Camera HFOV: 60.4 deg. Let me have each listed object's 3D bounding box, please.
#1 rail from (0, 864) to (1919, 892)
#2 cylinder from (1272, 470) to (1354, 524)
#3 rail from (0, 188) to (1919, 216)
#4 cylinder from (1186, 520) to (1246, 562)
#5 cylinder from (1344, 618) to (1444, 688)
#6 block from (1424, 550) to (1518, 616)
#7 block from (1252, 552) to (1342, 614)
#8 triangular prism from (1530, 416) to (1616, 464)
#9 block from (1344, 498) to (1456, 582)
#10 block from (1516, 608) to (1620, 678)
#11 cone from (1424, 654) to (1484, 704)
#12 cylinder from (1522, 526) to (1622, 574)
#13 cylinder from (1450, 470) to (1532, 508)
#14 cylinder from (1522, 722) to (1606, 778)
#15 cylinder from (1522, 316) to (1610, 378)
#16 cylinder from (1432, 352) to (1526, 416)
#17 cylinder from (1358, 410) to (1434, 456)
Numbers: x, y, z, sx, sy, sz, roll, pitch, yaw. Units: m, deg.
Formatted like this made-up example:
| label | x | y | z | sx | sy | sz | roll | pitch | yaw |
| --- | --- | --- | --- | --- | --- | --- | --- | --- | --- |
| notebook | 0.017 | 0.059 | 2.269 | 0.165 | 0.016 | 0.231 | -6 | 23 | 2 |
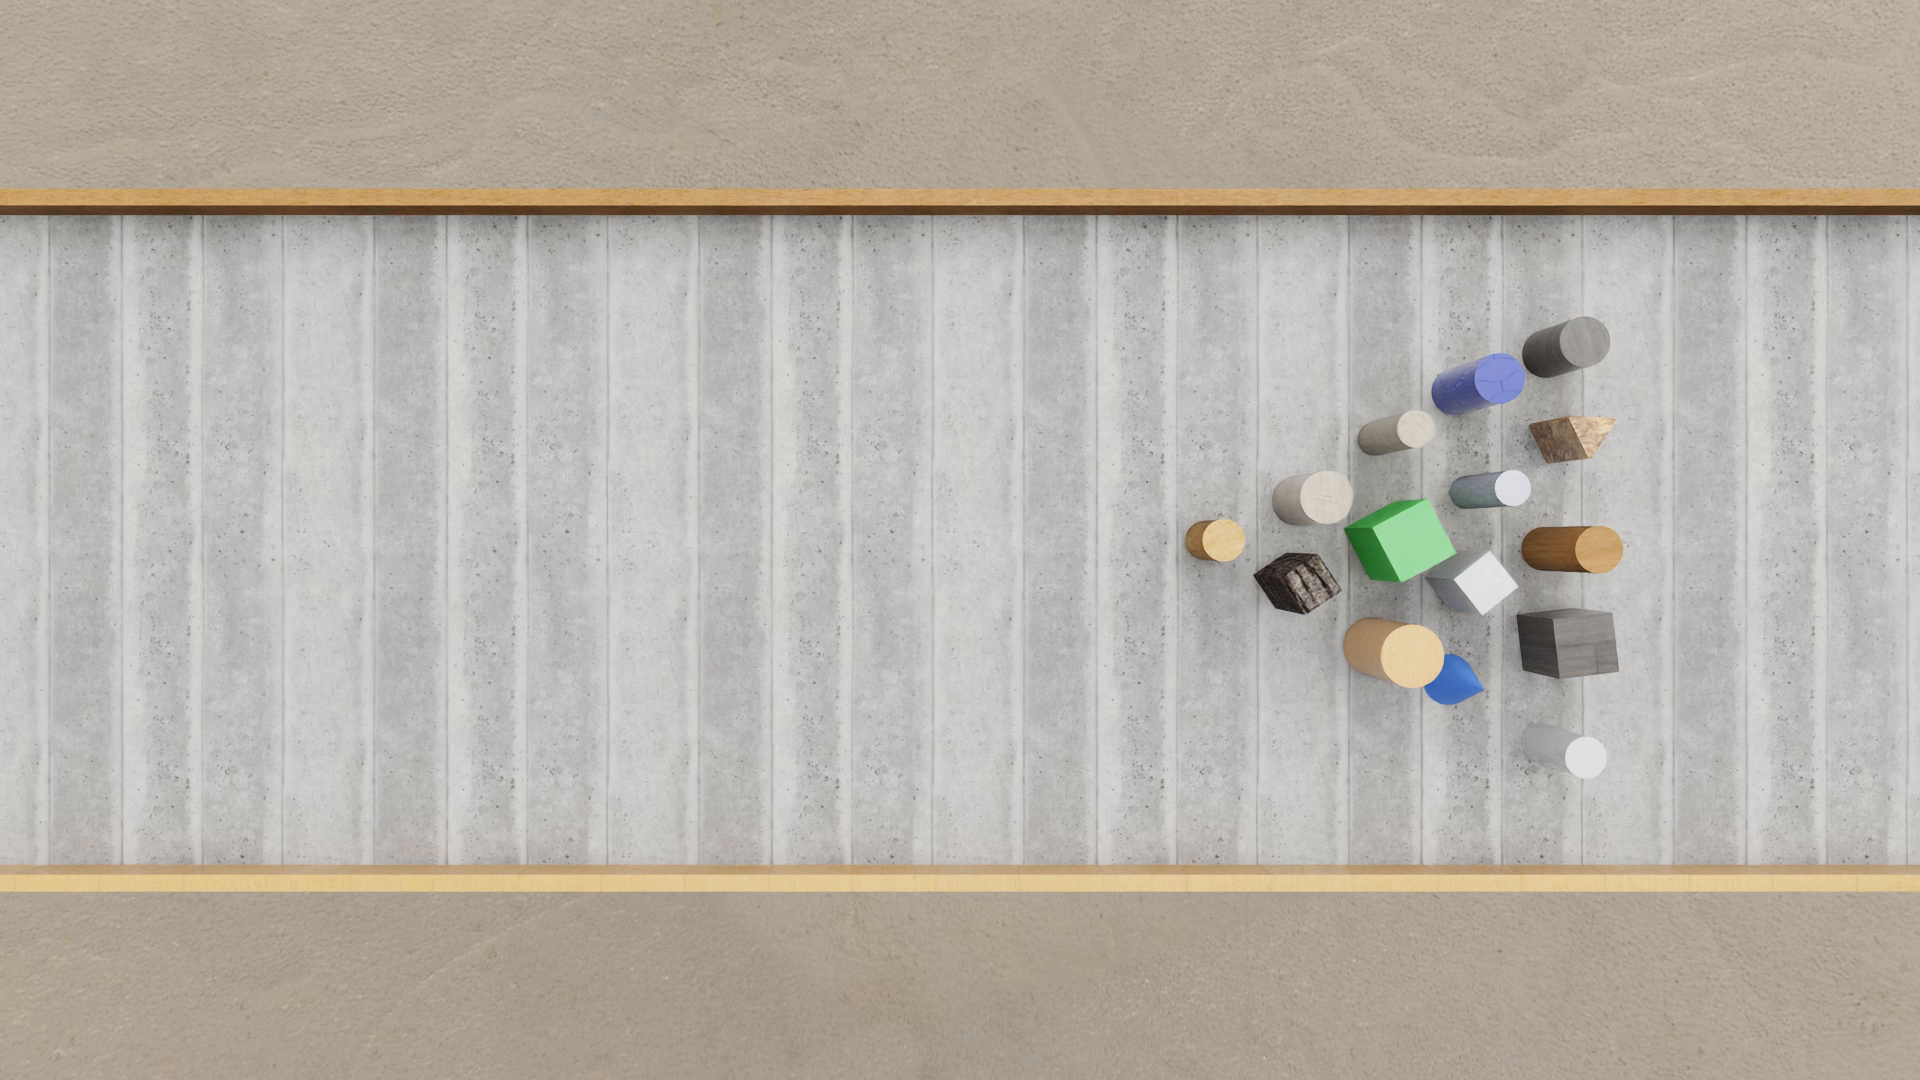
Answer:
| label | x | y | z | sx | sy | sz | roll | pitch | yaw |
| --- | --- | --- | --- | --- | --- | --- | --- | --- | --- |
| rail | -2.247 | 1.025 | 5.001 | 12.000 | 0.150 | 0.050 | 0 | 90 | 0 |
| cylinder | 1.036 | -0.121 | 4.867 | 0.151 | 0.419 | 0.151 | 0 | 90 | 0 |
| rail | -2.247 | -1.025 | 5.002 | 12.000 | 0.150 | 0.050 | 0 | 90 | 0 |
| cylinder | 0.754 | 0.001 | 4.895 | 0.122 | 0.364 | 0.122 | 0 | 90 | 0 |
| cylinder | 1.268 | 0.326 | 4.849 | 0.178 | 0.455 | 0.178 | 0 | 90 | 0 |
| block | 1.521 | 0.125 | 4.922 | 0.133 | 0.308 | 0.133 | -39 | 90 | 0 |
| block | 0.987 | 0.125 | 4.851 | 0.124 | 0.450 | 0.124 | -34 | 90 | 0 |
| triangular prism | 1.800 | -0.323 | 4.909 | 0.117 | 0.335 | 0.135 | 34 | 90 | 0 |
| block | 1.300 | 0.002 | 4.897 | 0.178 | 0.360 | 0.178 | -28 | 90 | 0 |
| block | 1.809 | 0.305 | 4.920 | 0.174 | 0.313 | 0.174 | -7 | 90 | 0 |
| cone | 1.503 | 0.429 | 4.900 | 0.157 | 0.352 | 0.157 | 0 | 90 | 0 |
| cylinder | 1.795 | 0.027 | 4.853 | 0.134 | 0.446 | 0.134 | 0 | 90 | 0 |
| cylinder | 1.558 | -0.146 | 4.861 | 0.102 | 0.431 | 0.102 | 0 | 90 | 0 |
| cylinder | 1.790 | 0.622 | 4.896 | 0.120 | 0.361 | 0.120 | 0 | 90 | 0 |
| cylinder | 1.803 | -0.572 | 4.918 | 0.147 | 0.317 | 0.147 | 0 | 90 | 0 |
| cylinder | 1.522 | -0.456 | 4.863 | 0.143 | 0.426 | 0.143 | 0 | 90 | 0 |
| cylinder | 1.277 | -0.312 | 4.848 | 0.106 | 0.457 | 0.106 | 0 | 90 | 0 |
